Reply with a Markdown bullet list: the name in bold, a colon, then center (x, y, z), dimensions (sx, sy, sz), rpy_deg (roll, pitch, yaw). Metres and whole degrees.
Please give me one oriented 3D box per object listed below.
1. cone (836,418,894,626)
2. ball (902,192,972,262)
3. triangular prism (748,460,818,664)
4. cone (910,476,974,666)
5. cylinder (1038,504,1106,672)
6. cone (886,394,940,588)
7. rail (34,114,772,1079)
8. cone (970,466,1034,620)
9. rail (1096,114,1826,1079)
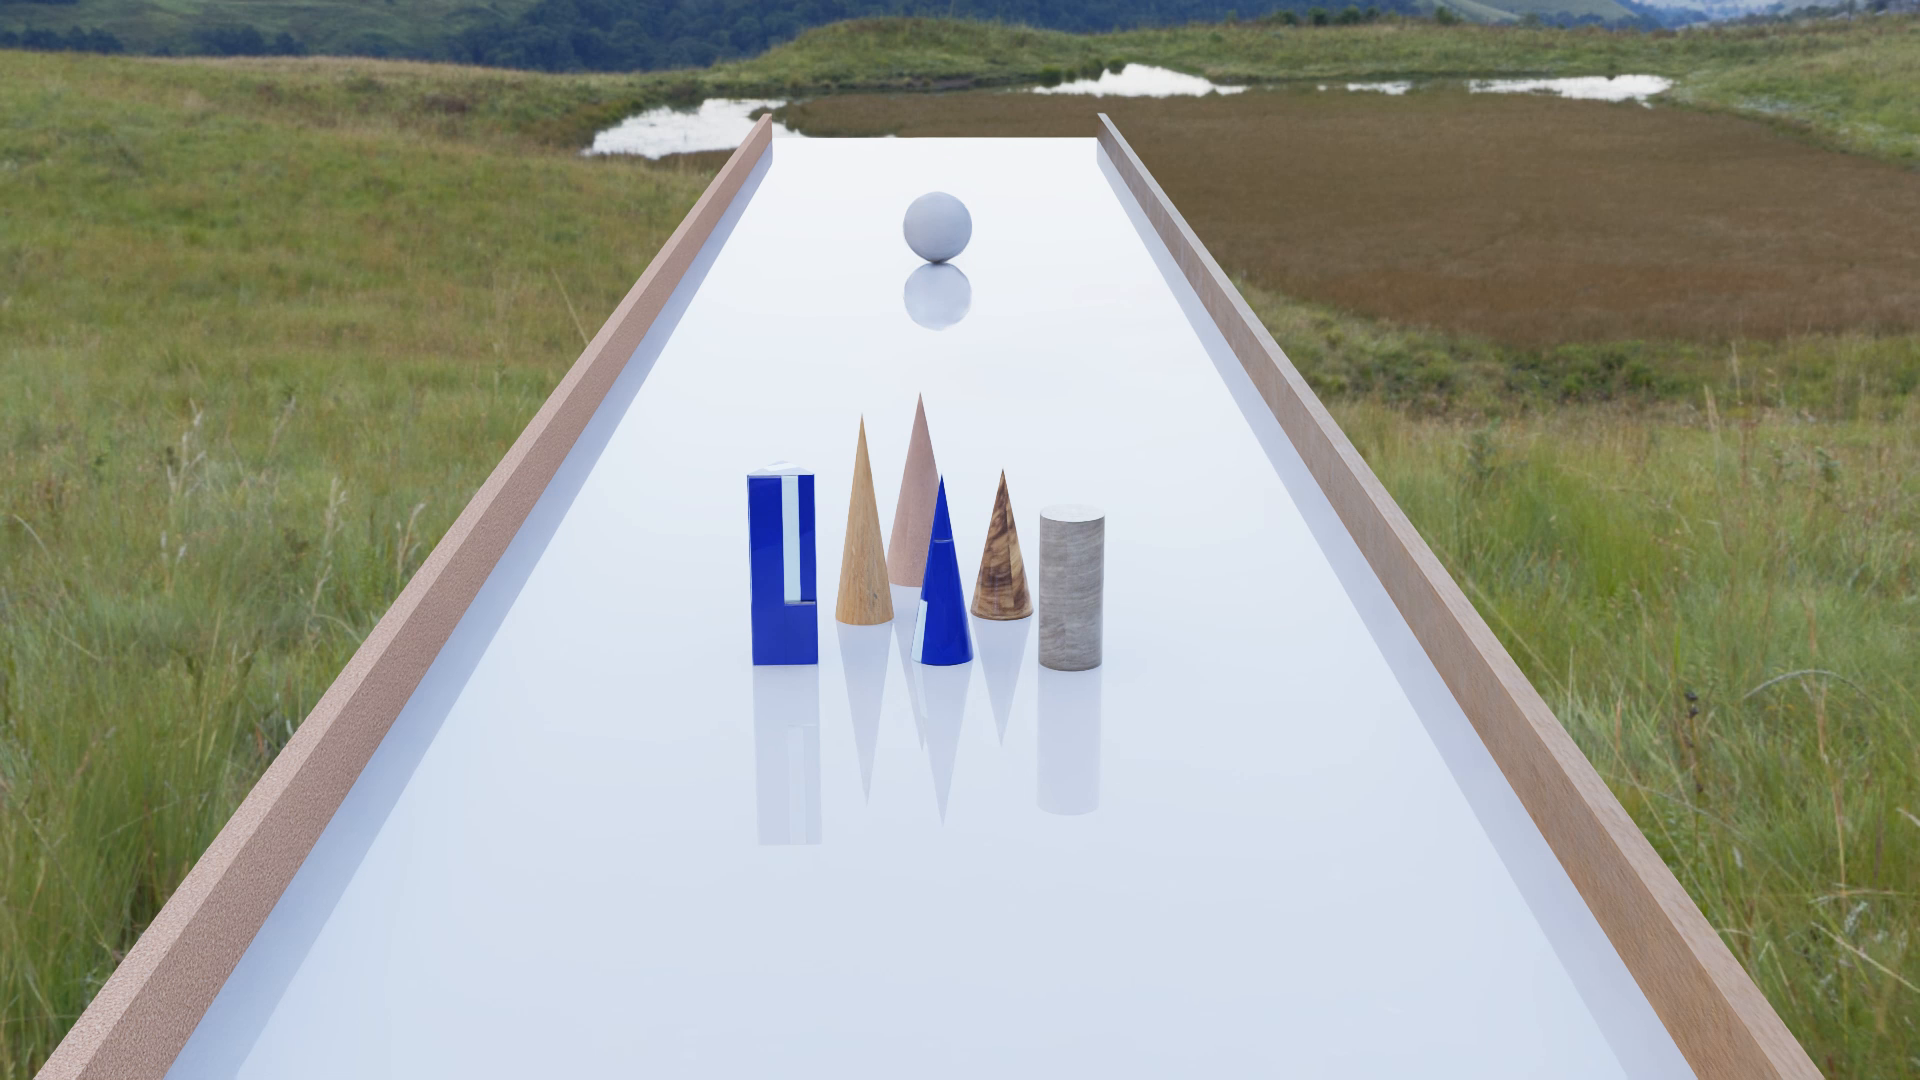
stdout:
- **cone**: center (-0.203, -0.053, 4.619), dimensions (0.126, 0.449, 0.126), rpy_deg (0, 17, 0)
- **ball**: center (-0.092, -1.290, 9.057), dimensions (0.289, 0.289, 0.289), rpy_deg (0, 17, 0)
- **triangular prism**: center (-0.352, 0.045, 4.389), dimensions (0.129, 0.392, 0.112), rpy_deg (-1, 17, -3)
- **cone**: center (-0.036, 0.049, 4.389), dimensions (0.129, 0.384, 0.129), rpy_deg (0, 17, 0)
- **cylinder**: center (0.221, 0.094, 4.369), dimensions (0.129, 0.309, 0.129), rpy_deg (0, 17, 0)
- **cone**: center (-0.088, -0.125, 4.895), dimensions (0.172, 0.429, 0.172), rpy_deg (0, 17, 0)
- **rail**: center (-1.118, -0.838, 7.780), dimensions (0.050, 0.150, 12.000), rpy_deg (0, 17, -1)
- **cone**: center (0.090, -0.002, 4.672), dimensions (0.138, 0.320, 0.138), rpy_deg (0, 17, 0)
- **rail**: center (0.932, -0.844, 7.801), dimensions (0.050, 0.150, 12.000), rpy_deg (0, 17, -1)
